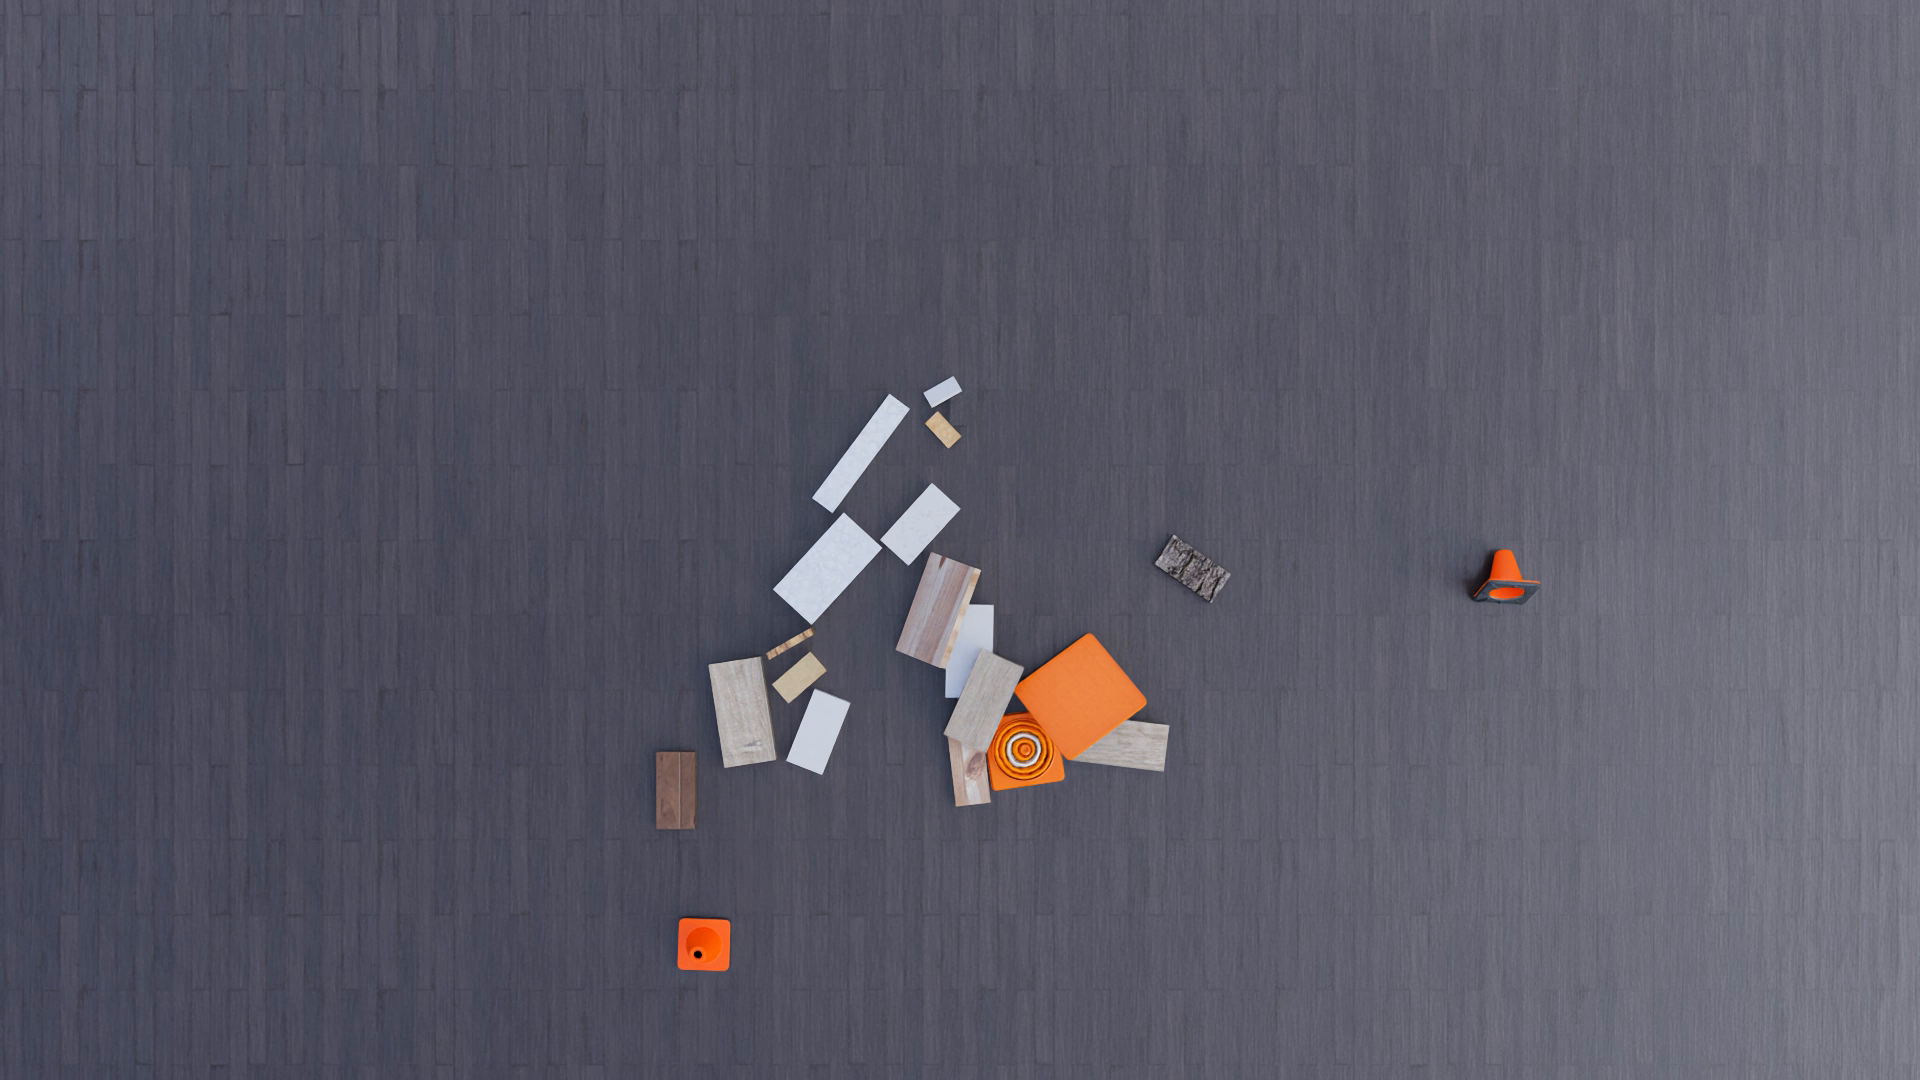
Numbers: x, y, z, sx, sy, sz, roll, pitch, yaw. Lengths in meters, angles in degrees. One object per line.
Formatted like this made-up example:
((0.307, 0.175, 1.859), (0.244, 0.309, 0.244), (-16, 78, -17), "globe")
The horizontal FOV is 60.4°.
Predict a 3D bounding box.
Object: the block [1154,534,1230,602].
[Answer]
((0.771, 0.096, 5.484), (0.231, 0.033, 0.116), (34, 90, 0), "block")

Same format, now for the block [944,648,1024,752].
((0.078, 0.527, 5.435), (0.154, 0.044, 0.308), (24, 93, -1), "block")

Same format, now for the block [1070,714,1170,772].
((0.530, 0.671, 5.478), (0.308, 0.044, 0.154), (7, 90, 0), "block")

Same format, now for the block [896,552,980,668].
((-0.072, 0.231, 5.440), (0.172, 0.049, 0.345), (20, 90, 27), "block")

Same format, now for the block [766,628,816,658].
((-0.559, 0.341, 5.458), (0.167, 0.084, 0.024), (-30, 90, 0), "block")

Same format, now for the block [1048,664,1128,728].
((0.423, 0.513, 5.459), (0.231, 0.033, 0.116), (-27, 62, 0), "block")

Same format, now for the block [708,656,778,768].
((-0.720, 0.570, 5.476), (0.172, 0.049, 0.345), (-9, 90, 0), "block")

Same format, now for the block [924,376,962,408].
((-0.057, -0.492, 5.480), (0.114, 0.016, 0.057), (-29, 63, 0), "block")

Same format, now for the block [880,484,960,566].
((-0.132, -0.052, 5.482), (0.127, 0.036, 0.255), (42, 90, 0), "block")

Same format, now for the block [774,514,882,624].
((-0.437, 0.095, 5.476), (0.172, 0.049, 0.345), (43, 90, 0), "block")

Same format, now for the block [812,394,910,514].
((-0.329, -0.287, 5.488), (0.084, 0.024, 0.430), (37, 90, 0), "block")

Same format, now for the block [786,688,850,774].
((-0.470, 0.636, 5.482), (0.127, 0.036, 0.255), (22, 90, 0), "block")

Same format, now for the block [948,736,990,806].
((0.031, 0.762, 5.484), (0.116, 0.033, 0.231), (-7, 90, 0), "block")

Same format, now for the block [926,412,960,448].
((-0.056, -0.366, 5.484), (0.057, 0.016, 0.114), (-43, 90, 18), "block")

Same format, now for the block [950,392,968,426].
((-0.004, -0.436, 5.492), (0.057, 0.016, 0.114), (0, 90, 0), "block")

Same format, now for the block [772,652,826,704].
((-0.534, 0.457, 5.488), (0.167, 0.024, 0.084), (-41, 90, 0), "block")

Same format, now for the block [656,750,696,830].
((-0.943, 0.831, 5.482), (0.127, 0.036, 0.255), (0, 90, 0), "block")

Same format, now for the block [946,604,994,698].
((0.031, 0.368, 5.478), (0.154, 0.044, 0.308), (1, 90, 0), "block")
